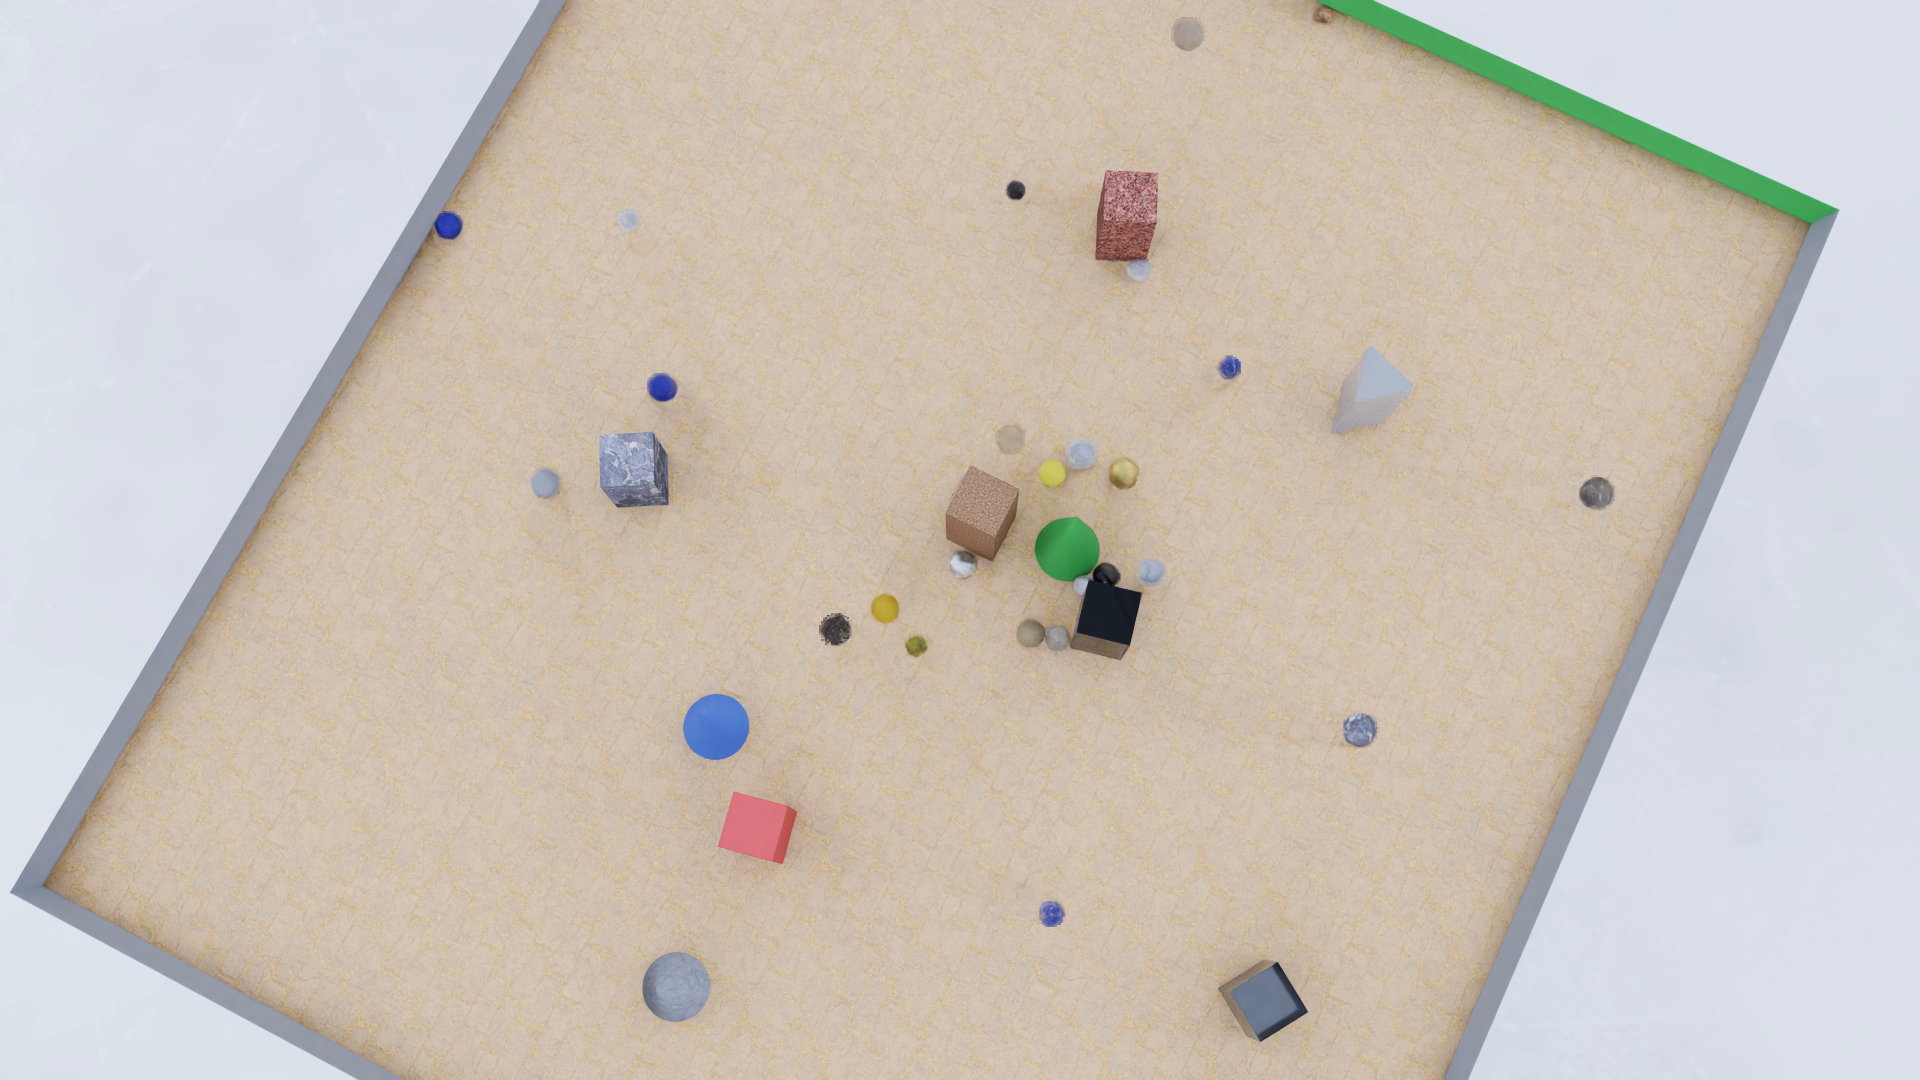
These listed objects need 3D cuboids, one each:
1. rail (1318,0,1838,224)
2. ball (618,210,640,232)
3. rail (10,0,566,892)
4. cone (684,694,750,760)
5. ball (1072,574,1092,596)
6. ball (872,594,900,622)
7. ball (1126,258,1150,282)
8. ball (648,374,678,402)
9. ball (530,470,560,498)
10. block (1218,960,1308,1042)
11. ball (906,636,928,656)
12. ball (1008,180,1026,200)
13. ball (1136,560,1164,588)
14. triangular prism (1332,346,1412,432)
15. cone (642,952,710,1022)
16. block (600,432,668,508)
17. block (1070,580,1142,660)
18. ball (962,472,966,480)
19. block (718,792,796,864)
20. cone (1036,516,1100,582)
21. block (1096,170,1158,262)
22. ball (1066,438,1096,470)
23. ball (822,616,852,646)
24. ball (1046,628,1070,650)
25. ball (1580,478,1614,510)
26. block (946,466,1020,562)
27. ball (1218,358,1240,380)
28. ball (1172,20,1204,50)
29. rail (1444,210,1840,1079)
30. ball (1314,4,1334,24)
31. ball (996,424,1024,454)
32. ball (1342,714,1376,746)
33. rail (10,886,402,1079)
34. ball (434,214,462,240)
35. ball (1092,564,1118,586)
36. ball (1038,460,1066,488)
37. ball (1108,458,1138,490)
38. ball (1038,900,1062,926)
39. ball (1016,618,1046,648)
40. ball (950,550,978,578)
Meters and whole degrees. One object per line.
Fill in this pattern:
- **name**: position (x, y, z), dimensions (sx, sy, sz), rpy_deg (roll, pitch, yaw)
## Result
- **rail**: position (0.954, -1.861, 5.935), dimensions (3.963, 0.129, 0.045), rpy_deg (26, 80, 5)
- **ball**: position (-1.047, -1.007, 5.791), dimensions (0.067, 0.067, 0.067), rpy_deg (0, 78, 0)
- **rail**: position (-1.751, -0.851, 5.726), dimensions (0.045, 0.129, 4.314), rpy_deg (26, 80, 5)
- **cone**: position (-0.732, 0.528, 5.341), dimensions (0.198, 0.325, 0.198), rpy_deg (0, 78, 0)
- **ball**: position (0.374, 0.138, 5.555), dimensions (0.065, 0.065, 0.065), rpy_deg (0, 78, 0)
- **ball**: position (-0.224, 0.205, 5.529), dimensions (0.088, 0.088, 0.088), rpy_deg (0, 78, 0)
- **ball**: position (0.559, -0.849, 5.756), dimensions (0.072, 0.072, 0.072), rpy_deg (0, 78, 0)
- **ball**: position (-0.919, -0.469, 5.670), dimensions (0.087, 0.087, 0.087), rpy_deg (0, 78, 0)
- **ball**: position (-1.268, -0.171, 5.607), dimensions (0.087, 0.087, 0.087), rpy_deg (0, 78, 0)
- **block**: position (0.861, 1.310, 5.221), dimensions (0.159, 0.244, 0.159), rpy_deg (-30, 80, -6)
- **ball**: position (-0.131, 0.320, 5.518), dimensions (0.065, 0.065, 0.065), rpy_deg (0, 78, 0)
- **ball**: position (0.180, -1.110, 5.816), dimensions (0.060, 0.060, 0.060), rpy_deg (0, 78, 0)
- **ball**: position (0.577, 0.101, 5.552), dimensions (0.087, 0.087, 0.087), rpy_deg (0, 78, 0)
- **triangular prism**: position (1.218, -0.460, 5.525), dimensions (0.172, 0.365, 0.149), rpy_deg (-14, 79, -3)
- **cone**: position (-0.828, 1.267, 5.168), dimensions (0.198, 0.366, 0.198), rpy_deg (0, 78, 0)
- **block**: position (-0.980, -0.210, 5.520), dimensions (0.159, 0.274, 0.159), rpy_deg (-3, 78, -1)
- **block**: position (0.429, 0.239, 5.412), dimensions (0.159, 0.304, 0.159), rpy_deg (14, 79, 3)
- **ball**: position (0.026, -0.186, 5.632), dimensions (0.045, 0.045, 0.045), rpy_deg (0, 78, 0)
- **block**: position (-0.581, 0.833, 5.290), dimensions (0.159, 0.302, 0.159), rpy_deg (14, 79, 3)
- **cone**: position (0.329, -0.018, 5.381), dimensions (0.198, 0.468, 0.198), rpy_deg (0, 78, 0)
- **block**: position (0.512, -0.994, 5.649), dimensions (0.159, 0.339, 0.159), rpy_deg (3, 78, 1)
- **ball**: position (0.371, -0.262, 5.622), dimensions (0.095, 0.095, 0.095), rpy_deg (0, 78, 0)
- **ball**: position (-0.371, 0.273, 5.515), dimensions (0.089, 0.089, 0.089), rpy_deg (0, 78, 0)
- **ball**: position (0.293, 0.298, 5.518), dimensions (0.071, 0.071, 0.071), rpy_deg (0, 78, 0)
- **ball**: position (1.943, -0.143, 5.596), dimensions (0.099, 0.099, 0.099), rpy_deg (0, 78, 0)
- **block**: position (0.065, -0.075, 5.444), dimensions (0.159, 0.369, 0.159), rpy_deg (26, 80, 5)
- **ball**: position (0.835, -0.532, 5.692), dimensions (0.068, 0.068, 0.068), rpy_deg (0, 78, 0)
- **ball**: position (0.736, -1.627, 5.903), dimensions (0.099, 0.099, 0.099), rpy_deg (0, 78, 0)
- **rail**: position (1.751, 0.864, 5.371), dimensions (0.045, 0.129, 4.314), rpy_deg (26, 80, 5)
- **ball**: position (1.179, -1.703, 5.938), dimensions (0.061, 0.061, 0.061), rpy_deg (0, 78, 0)
- **ball**: position (0.153, -0.310, 5.635), dimensions (0.089, 0.089, 0.089), rpy_deg (0, 78, 0)
- **ball**: position (1.187, 0.565, 5.449), dimensions (0.099, 0.099, 0.099), rpy_deg (0, 78, 0)
- **rail**: position (-0.954, 1.875, 5.162), dimensions (3.963, 0.129, 0.045), rpy_deg (26, 80, 5)
- **ball**: position (-1.614, -0.988, 5.779), dimensions (0.082, 0.082, 0.082), rpy_deg (0, 78, 0)
- **ball**: position (0.442, 0.109, 5.554), dimensions (0.079, 0.079, 0.079), rpy_deg (0, 78, 0)
- **ball**: position (0.282, -0.202, 5.616), dimensions (0.084, 0.084, 0.084), rpy_deg (0, 78, 0)
- **ball**: position (0.501, -0.202, 5.611), dimensions (0.093, 0.093, 0.093), rpy_deg (0, 78, 0)
- **ball**: position (0.265, 1.089, 5.355), dimensions (0.071, 0.071, 0.071), rpy_deg (0, 78, 0)
- **ball**: position (0.214, 0.280, 5.515), dimensions (0.086, 0.086, 0.086), rpy_deg (0, 78, 0)
- **ball**: position (0.009, 0.075, 5.557), dimensions (0.086, 0.086, 0.086), rpy_deg (0, 78, 0)
